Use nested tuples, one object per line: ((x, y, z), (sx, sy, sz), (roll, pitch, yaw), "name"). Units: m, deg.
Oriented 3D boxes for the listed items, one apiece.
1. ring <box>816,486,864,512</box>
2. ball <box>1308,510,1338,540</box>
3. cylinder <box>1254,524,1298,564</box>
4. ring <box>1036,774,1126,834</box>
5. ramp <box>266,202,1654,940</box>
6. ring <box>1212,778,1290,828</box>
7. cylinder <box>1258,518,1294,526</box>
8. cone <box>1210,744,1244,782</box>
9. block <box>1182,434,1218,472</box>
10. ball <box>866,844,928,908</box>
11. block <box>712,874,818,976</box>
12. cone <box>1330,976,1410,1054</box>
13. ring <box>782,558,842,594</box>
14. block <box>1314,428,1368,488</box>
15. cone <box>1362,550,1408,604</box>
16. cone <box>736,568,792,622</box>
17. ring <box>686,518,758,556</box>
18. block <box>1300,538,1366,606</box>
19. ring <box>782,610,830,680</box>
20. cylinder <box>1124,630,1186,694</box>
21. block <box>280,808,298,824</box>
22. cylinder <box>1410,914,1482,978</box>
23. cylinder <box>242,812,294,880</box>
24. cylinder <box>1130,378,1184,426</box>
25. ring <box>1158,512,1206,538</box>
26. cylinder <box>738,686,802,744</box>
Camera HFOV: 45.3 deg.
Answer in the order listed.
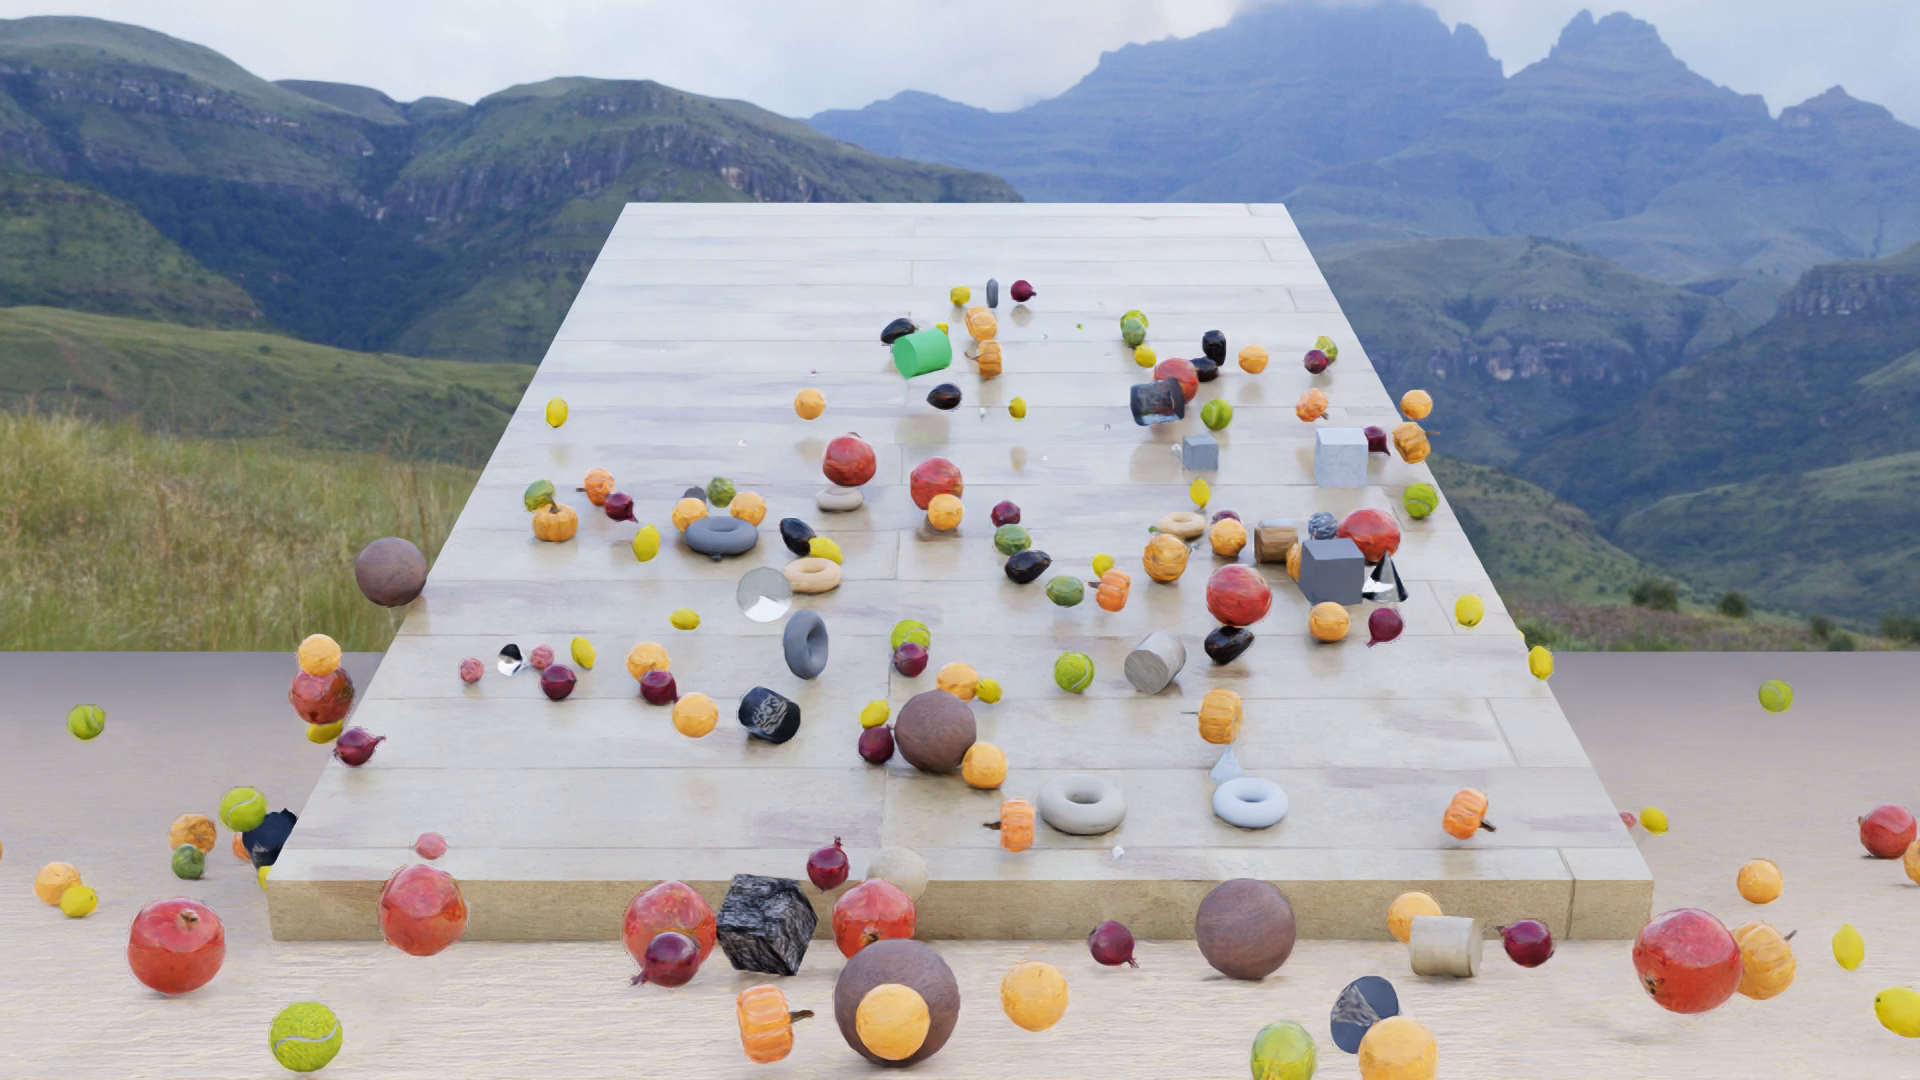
((-0.245, -0.083, 4.664), (0.098, 0.033, 0.098), (-2, 18, 1), "ring")
((0.709, -0.027, 4.496), (0.060, 0.060, 0.060), (0, -3, 0), "ball")
((0.603, 0.008, 4.394), (0.070, 0.070, 0.070), (-4, -2, -6), "cylinder")
((0.183, 0.399, 3.473), (0.136, 0.045, 0.136), (4, 23, -2), "ring")
((-0.007, -0.222, 5.180), (2.000, 0.100, 4.000), (0, 22, 0), "ramp")
((0.441, 0.398, 3.487), (0.116, 0.039, 0.116), (0, 24, 0), "ring")
((0.612, -0.012, 4.461), (0.057, 0.057, 0.057), (7, -4, -10), "cylinder")
((0.419, 0.343, 3.597), (0.054, 0.054, 0.054), (0, 22, 0), "cone")
((0.510, -0.185, 4.879), (0.060, 0.060, 0.060), (-4, 23, -10), "block")
((-0.089, 0.473, 3.237), (0.088, 0.088, 0.088), (0, -3, 0), "ball")
((-0.251, 0.498, 2.977), (0.089, 0.089, 0.089), (2, -43, 23), "block")
((0.456, 0.522, 2.452), (0.087, 0.087, 0.087), (35, -23, -34), "cone")
((-0.277, 0.066, 4.294), (0.114, 0.038, 0.114), (-1, 23, 0), "ring")
((0.795, -0.171, 4.799), (0.096, 0.096, 0.096), (1, 22, 1), "block")
((0.786, 0.059, 4.248), (0.089, 0.089, 0.089), (0, 22, 0), "cone")
((-0.359, 0.102, 4.196), (0.099, 0.099, 0.099), (0, -5, -7), "cone")
((-0.462, -0.007, 4.458), (0.141, 0.047, 0.141), (2, 19, -1), "ring")
((0.685, 0.059, 4.240), (0.094, 0.094, 0.094), (-3, 22, -7), "block")
((-0.261, 0.177, 3.904), (0.040, 0.120, 0.120), (6, 0, 28), "ring")
((0.331, 0.206, 3.894), (0.081, 0.081, 0.081), (-1, 20, 29), "cylinder")
((-1.272, 0.561, 4.326), (0.066, 0.066, 0.066), (39, 22, -13), "block")
((0.622, 0.520, 2.946), (0.076, 0.076, 0.076), (-1, -3, 25), "cylinder")
((-1.231, 0.554, 4.135), (0.090, 0.090, 0.090), (0, -45, 8), "cylinder")
((0.434, -0.303, 5.056), (0.094, 0.094, 0.094), (-10, -6, 23), "cylinder")
((0.437, -0.029, 4.538), (0.095, 0.032, 0.095), (-1, 22, 1), "ring")
((-0.307, 0.282, 3.715), (0.072, 0.072, 0.072), (23, 14, 41), "cylinder")
